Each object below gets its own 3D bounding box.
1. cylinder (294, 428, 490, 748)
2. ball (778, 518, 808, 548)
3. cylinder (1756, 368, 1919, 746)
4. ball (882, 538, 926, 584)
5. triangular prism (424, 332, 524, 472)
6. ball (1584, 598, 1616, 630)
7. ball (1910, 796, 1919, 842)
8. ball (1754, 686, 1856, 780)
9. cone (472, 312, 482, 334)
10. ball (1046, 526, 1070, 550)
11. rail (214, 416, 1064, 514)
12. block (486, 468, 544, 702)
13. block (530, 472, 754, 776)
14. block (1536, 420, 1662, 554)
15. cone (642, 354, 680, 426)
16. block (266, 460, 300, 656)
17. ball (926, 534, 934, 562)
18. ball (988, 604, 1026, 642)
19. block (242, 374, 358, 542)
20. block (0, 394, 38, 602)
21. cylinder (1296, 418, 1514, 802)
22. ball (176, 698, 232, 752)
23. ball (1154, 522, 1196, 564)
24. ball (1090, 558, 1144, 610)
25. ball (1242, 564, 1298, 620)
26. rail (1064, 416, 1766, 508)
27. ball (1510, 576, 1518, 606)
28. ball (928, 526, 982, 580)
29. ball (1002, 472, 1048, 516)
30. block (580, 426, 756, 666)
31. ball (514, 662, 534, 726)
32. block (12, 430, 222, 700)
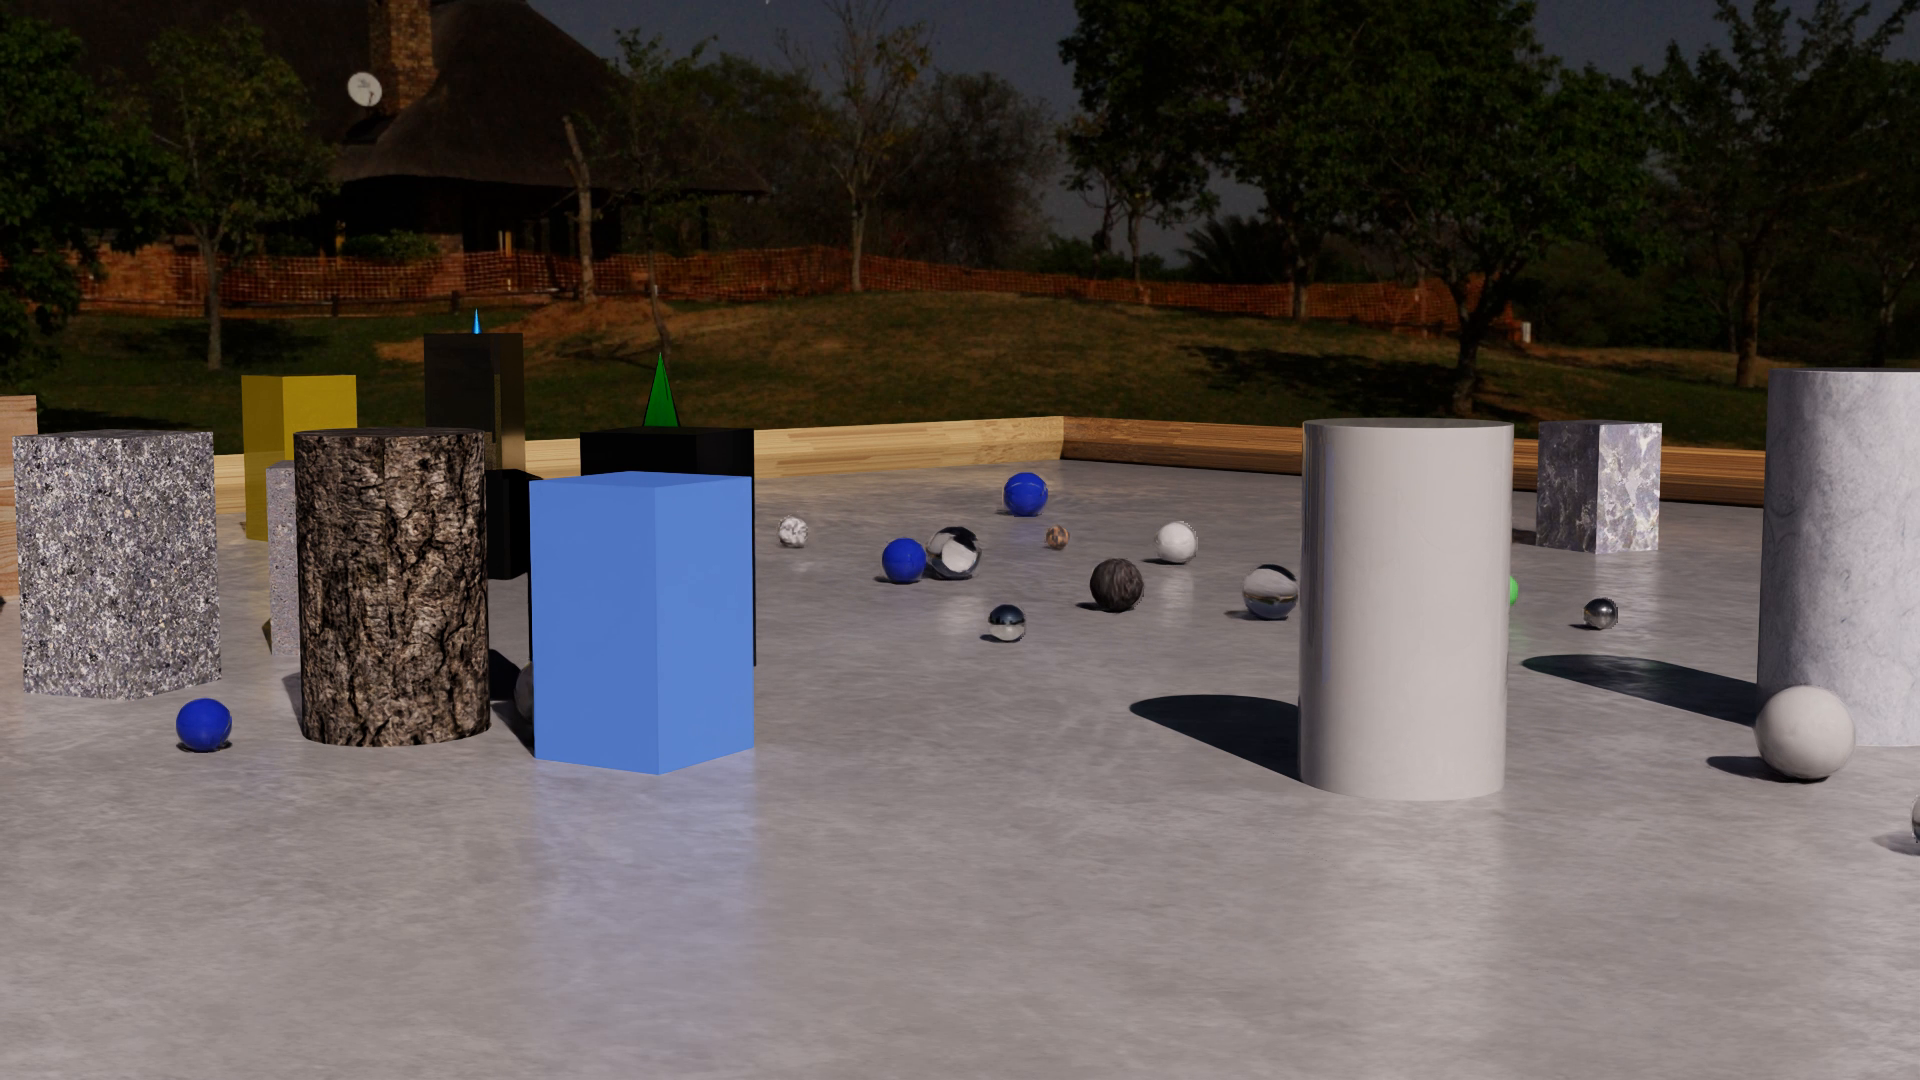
[{"bbox_3d":[-0.599,0.044,2.325,0.194,0.316,0.194,0,6,0],"label":"cylinder"},{"bbox_3d":[-0.312,-0.014,4.115,0.058,0.058,0.058,0,6,0],"label":"ball"},{"bbox_3d":[0.952,0.011,2.326,0.194,0.381,0.194,0,6,0],"label":"cylinder"},{"bbox_3d":[-0.091,0.033,3.589,0.074,0.074,0.074,0,6,0],"label":"ball"},{"bbox_3d":[-0.799,-0.151,3.763,0.168,0.404,0.146,4,7,32],"label":"triangular prism"},{"bbox_3d":[0.892,0.103,3.066,0.044,0.044,0.044,0,6,0],"label":"ball"},{"bbox_3d":[0.808,0.229,1.792,0.060,0.060,0.060,0,6,0],"label":"ball"},{"bbox_3d":[0.801,0.183,2.085,0.090,0.090,0.090,0,6,0],"label":"ball"},{"bbox_3d":[-1.027,-0.270,4.691,0.194,0.447,0.194,0,6,0],"label":"cone"},{"bbox_3d":[0.182,-0.005,4.095,0.044,0.044,0.044,0,6,0],"label":"ball"},{"bbox_3d":[-1.462,-0.132,4.908,4.862,0.126,0.045,-5,8,-42],"label":"rail"},{"bbox_3d":[-0.577,0.051,2.561,0.156,0.253,0.156,-2,6,-22],"label":"block"},{"bbox_3d":[-0.316,0.077,2.201,0.156,0.277,0.156,4,7,30],"label":"block"},{"bbox_3d":[1.193,-0.103,4.111,0.156,0.235,0.156,-3,7,-29],"label":"block"},{"bbox_3d":[-0.534,-0.152,3.939,0.194,0.369,0.194,0,6,0],"label":"cone"},{"bbox_3d":[-0.824,0.020,2.912,0.156,0.242,0.156,-1,6,-10],"label":"block"},{"bbox_3d":[-0.024,0.018,3.747,0.071,0.071,0.071,0,6,0],"label":"ball"},{"bbox_3d":[0.063,0.112,2.954,0.051,0.051,0.051,0,6,0],"label":"ball"},{"bbox_3d":[-1.280,-0.161,4.270,0.156,0.318,0.156,6,8,43],"label":"block"},{"bbox_3d":[-1.531,-0.064,3.377,0.156,0.313,0.156,3,7,29],"label":"block"},{"bbox_3d":[0.419,0.059,2.077,0.194,0.339,0.194,0,6,0],"label":"cylinder"},{"bbox_3d":[-0.764,0.186,2.222,0.054,0.054,0.054,0,6,0],"label":"ball"},{"bbox_3d":[0.377,0.006,3.856,0.073,0.073,0.073,0,6,0],"label":"ball"},{"bbox_3d":[0.232,0.066,3.259,0.078,0.078,0.078,0,6,0],"label":"ball"},{"bbox_3d":[0.447,0.075,3.162,0.080,0.080,0.080,0,6,0],"label":"ball"},{"bbox_3d":[1.769,-0.137,4.955,0.045,0.126,4.359,-5,8,-42],"label":"rail"},{"bbox_3d":[0.802,0.076,3.270,0.055,0.055,0.055,0,6,0],"label":"ball"},{"bbox_3d":[-0.009,0.021,3.636,0.088,0.088,0.088,0,6,0],"label":"ball"},{"bbox_3d":[0.141,-0.098,4.735,0.097,0.097,0.097,0,6,0],"label":"ball"},{"bbox_3d":[-0.355,0.014,2.695,0.156,0.298,0.156,2,6,20],"label":"block"},{"bbox_3d":[-0.431,0.162,2.330,0.081,0.081,0.081,0,6,0],"label":"ball"},{"bbox_3d":[-0.991,0.024,2.594,0.156,0.299,0.156,2,6,20],"label":"block"}]
